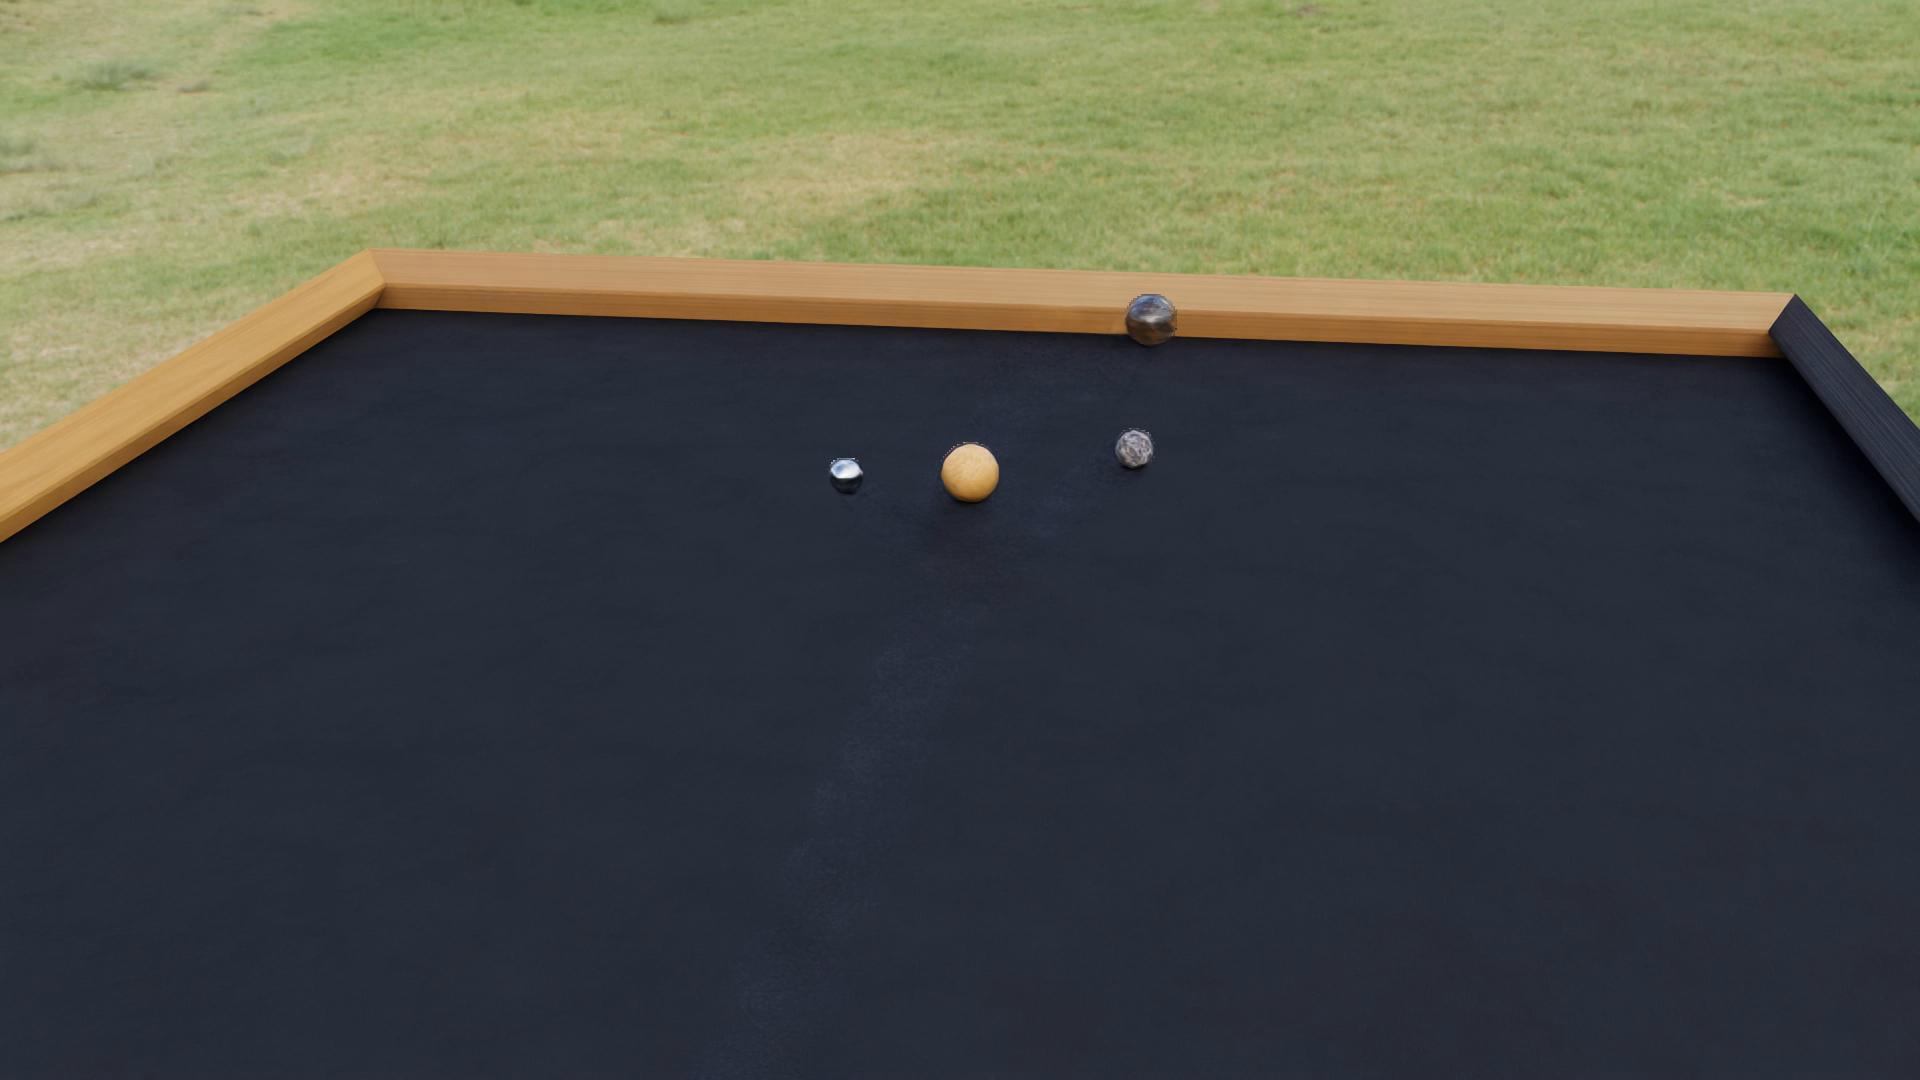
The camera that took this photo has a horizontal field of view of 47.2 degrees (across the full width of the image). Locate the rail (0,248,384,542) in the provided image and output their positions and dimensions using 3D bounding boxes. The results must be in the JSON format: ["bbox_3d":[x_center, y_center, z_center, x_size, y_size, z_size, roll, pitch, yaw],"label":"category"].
[{"bbox_3d":[-1.325,0.302,1.791,0.045,0.106,4.472,3,20,7],"label":"rail"}]

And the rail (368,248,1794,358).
[{"bbox_3d":[0.151,-0.397,3.695,2.411,0.106,0.045,3,20,7],"label":"rail"}]

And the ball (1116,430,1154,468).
[{"bbox_3d":[0.241,-0.125,3.036,0.052,0.052,0.052,0,20,0],"label":"ball"}]

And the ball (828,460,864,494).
[{"bbox_3d":[-0.152,-0.084,2.934,0.046,0.046,0.046,0,20,0],"label":"ball"}]

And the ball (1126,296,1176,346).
[{"bbox_3d":[0.314,-0.360,3.616,0.082,0.082,0.082,0,20,0],"label":"ball"}]

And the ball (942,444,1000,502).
[{"bbox_3d":[0.014,-0.088,2.899,0.076,0.076,0.076,0,20,0],"label":"ball"}]

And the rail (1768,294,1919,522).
[{"bbox_3d":[1.016,0.414,1.485,0.045,0.106,4.472,3,20,7],"label":"rail"}]
